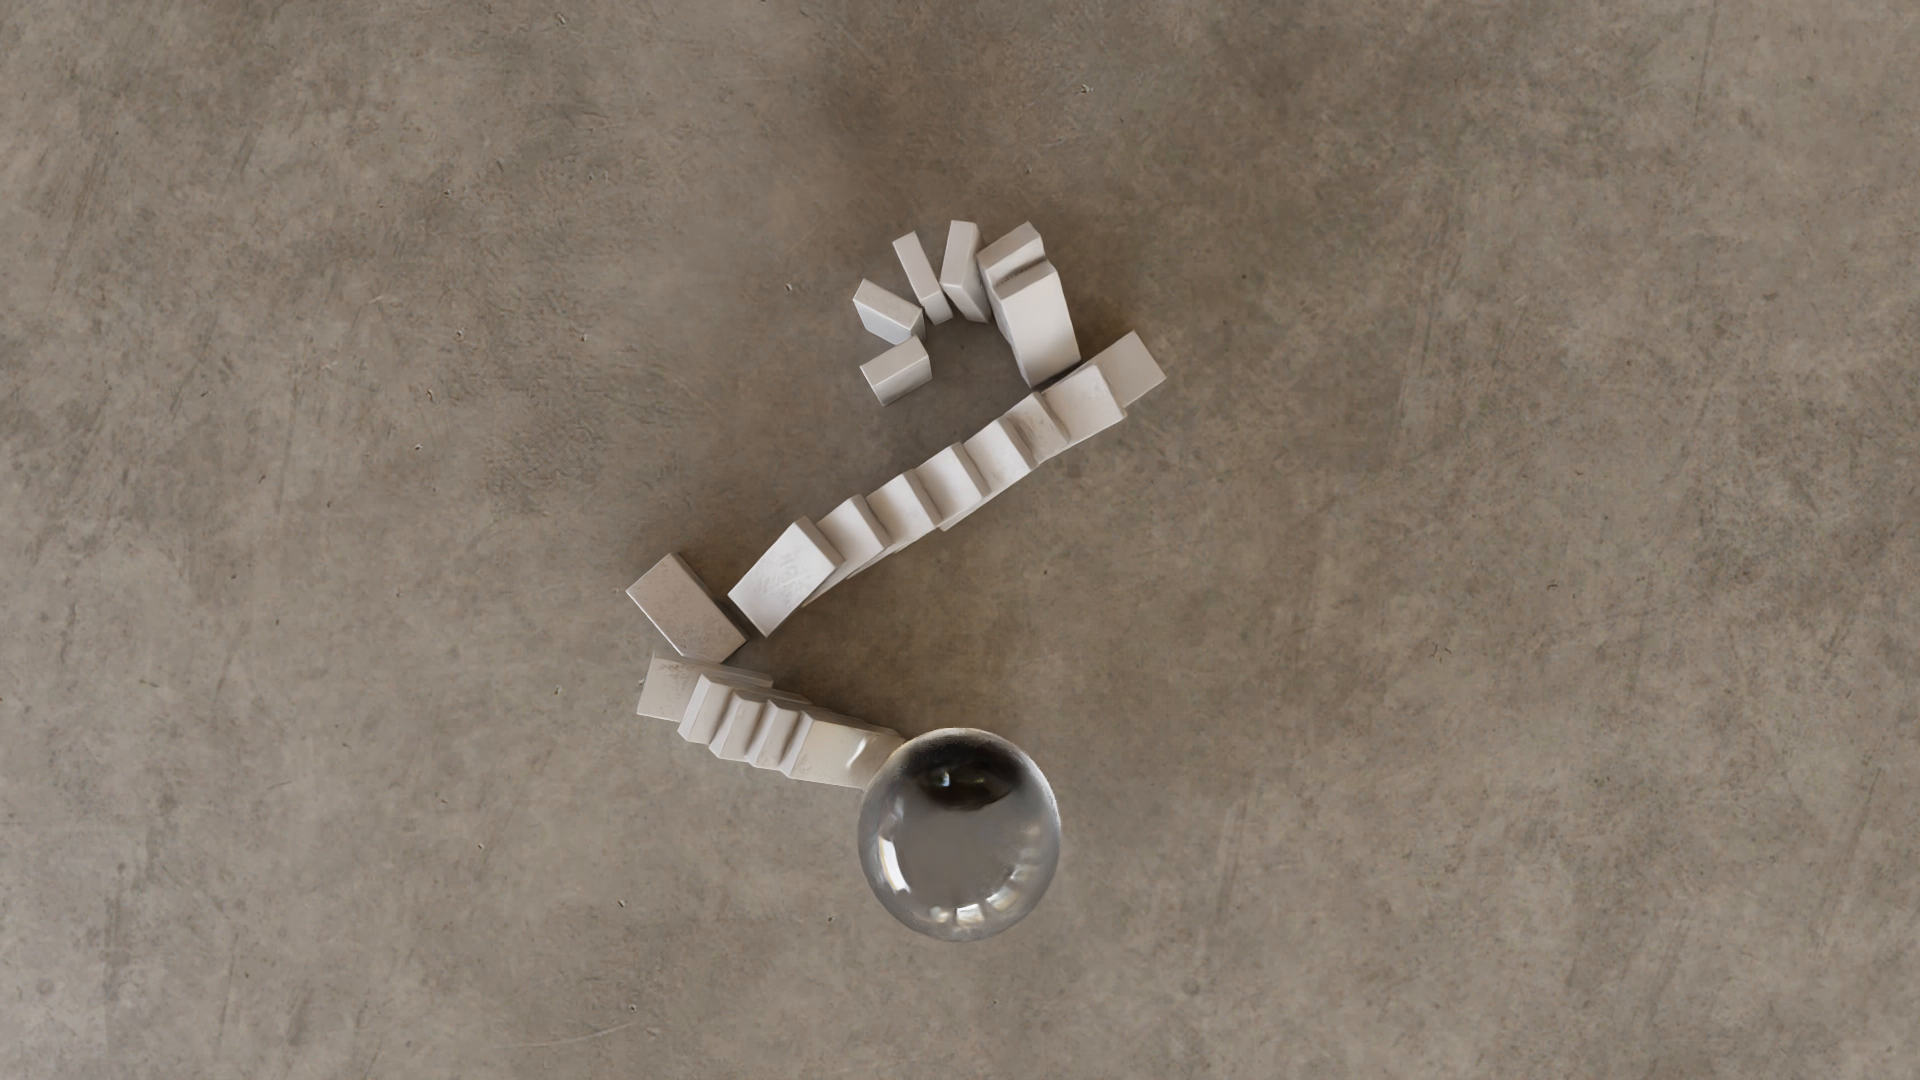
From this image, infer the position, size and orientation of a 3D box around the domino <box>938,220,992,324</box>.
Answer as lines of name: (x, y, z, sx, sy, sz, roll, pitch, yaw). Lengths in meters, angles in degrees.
domino: (0.005, -0.108, 0.375, 0.010, 0.050, 0.025, 11, 90, 14)

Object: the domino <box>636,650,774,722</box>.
domino: (-0.107, 0.065, 0.386, 0.050, 0.010, 0.025, 16, 95, -20)

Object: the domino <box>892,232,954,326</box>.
domino: (-0.014, -0.106, 0.375, 0.009, 0.050, 0.025, -25, 90, 6)

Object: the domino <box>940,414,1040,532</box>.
domino: (0.006, -0.027, 0.381, 0.050, 0.010, 0.025, -34, 90, 31)

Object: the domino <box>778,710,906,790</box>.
domino: (-0.048, 0.088, 0.380, 0.050, 0.010, 0.025, 23, 90, -42)

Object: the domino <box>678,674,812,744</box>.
domino: (-0.088, 0.073, 0.380, 0.050, 0.009, 0.025, 23, 90, -42)

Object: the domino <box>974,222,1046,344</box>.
domino: (0.024, -0.104, 0.376, 0.025, 0.050, 0.010, -32, 63, 0)

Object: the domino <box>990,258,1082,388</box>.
domino: (0.032, -0.088, 0.378, 0.025, 0.050, 0.010, -28, 51, 0)

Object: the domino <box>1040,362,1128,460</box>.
domino: (0.042, -0.051, 0.385, 0.050, 0.009, 0.025, -27, 93, 23)

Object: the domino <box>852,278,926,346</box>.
domino: (-0.028, -0.090, 0.375, 0.025, 0.050, 0.010, 28, 90, 0)

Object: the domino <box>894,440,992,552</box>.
domino: (-0.014, -0.017, 0.383, 0.050, 0.010, 0.025, -31, 92, 31)

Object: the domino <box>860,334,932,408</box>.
domino: (-0.025, -0.068, 0.375, 0.025, 0.050, 0.010, -30, 90, 0)

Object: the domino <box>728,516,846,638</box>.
domino: (-0.073, 0.016, 0.384, 0.025, 0.010, 0.050, 47, 116, 1)

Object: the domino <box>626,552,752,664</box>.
domino: (-0.117, 0.032, 0.395, 0.025, 0.009, 0.050, -41, 90, 0)

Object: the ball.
ball: (0.000, 0.114, 0.360, 0.080, 0.080, 0.080, 0, 90, 0)

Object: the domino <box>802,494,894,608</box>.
domino: (-0.054, 0.005, 0.385, 0.050, 0.009, 0.025, -34, 90, 27)

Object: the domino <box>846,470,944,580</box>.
domino: (-0.034, -0.006, 0.384, 0.050, 0.010, 0.025, -31, 92, 28)

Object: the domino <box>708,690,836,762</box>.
domino: (-0.076, 0.080, 0.380, 0.050, 0.009, 0.025, 22, 91, -42)

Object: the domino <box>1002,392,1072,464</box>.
domino: (0.019, -0.037, 0.386, 0.050, 0.009, 0.025, -35, 90, 24)

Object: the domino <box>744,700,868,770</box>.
domino: (-0.062, 0.084, 0.380, 0.050, 0.009, 0.025, 23, 90, -42)

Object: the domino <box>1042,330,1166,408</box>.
domino: (0.061, -0.065, 0.395, 0.050, 0.010, 0.025, -34, 90, 0)
